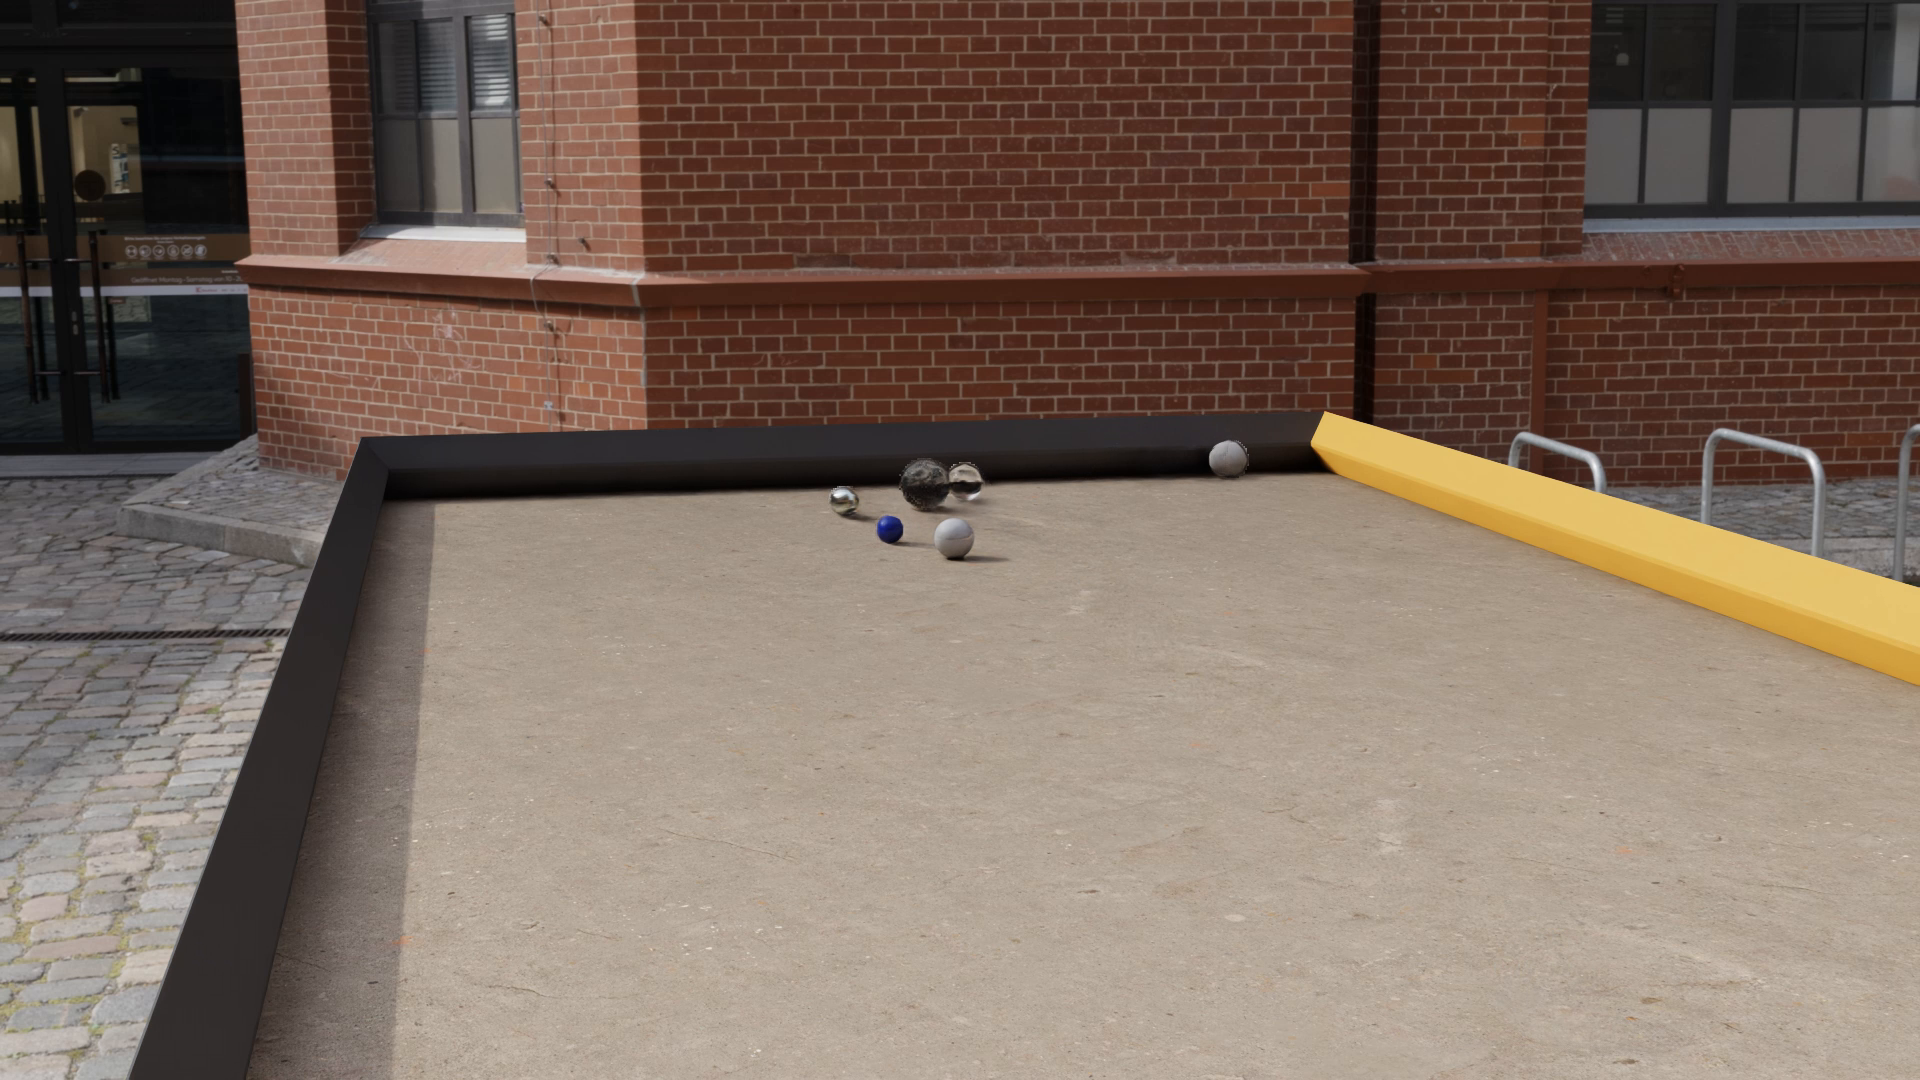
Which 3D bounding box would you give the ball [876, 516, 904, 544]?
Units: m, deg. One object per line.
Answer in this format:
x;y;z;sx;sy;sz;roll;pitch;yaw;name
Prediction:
-0.106;-0.015;3.320;0.041;0.041;0.041;0;10;0;ball

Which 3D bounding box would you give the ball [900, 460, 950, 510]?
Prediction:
-0.057;-0.091;3.634;0.082;0.082;0.082;0;10;0;ball

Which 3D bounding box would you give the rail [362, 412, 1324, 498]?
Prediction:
-0.162;-0.150;3.898;1.739;0.107;0.045;-2;10;-12;rail

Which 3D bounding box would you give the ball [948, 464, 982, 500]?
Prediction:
0.008;-0.098;3.737;0.060;0.060;0.060;0;10;0;ball

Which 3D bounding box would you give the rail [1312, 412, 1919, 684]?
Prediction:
0.993;0.073;2.619;0.045;0.107;3.084;-2;10;-12;rail

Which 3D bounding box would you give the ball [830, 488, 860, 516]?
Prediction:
-0.187;-0.061;3.565;0.047;0.047;0.047;0;10;0;ball

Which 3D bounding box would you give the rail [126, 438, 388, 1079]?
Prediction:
-0.658;0.136;2.258;0.045;0.107;3.084;-2;10;-12;rail

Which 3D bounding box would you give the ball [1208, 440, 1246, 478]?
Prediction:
0.486;-0.146;3.991;0.068;0.068;0.068;0;10;0;ball

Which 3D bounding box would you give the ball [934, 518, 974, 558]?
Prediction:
-0.008;-0.003;3.194;0.060;0.060;0.060;0;10;0;ball
